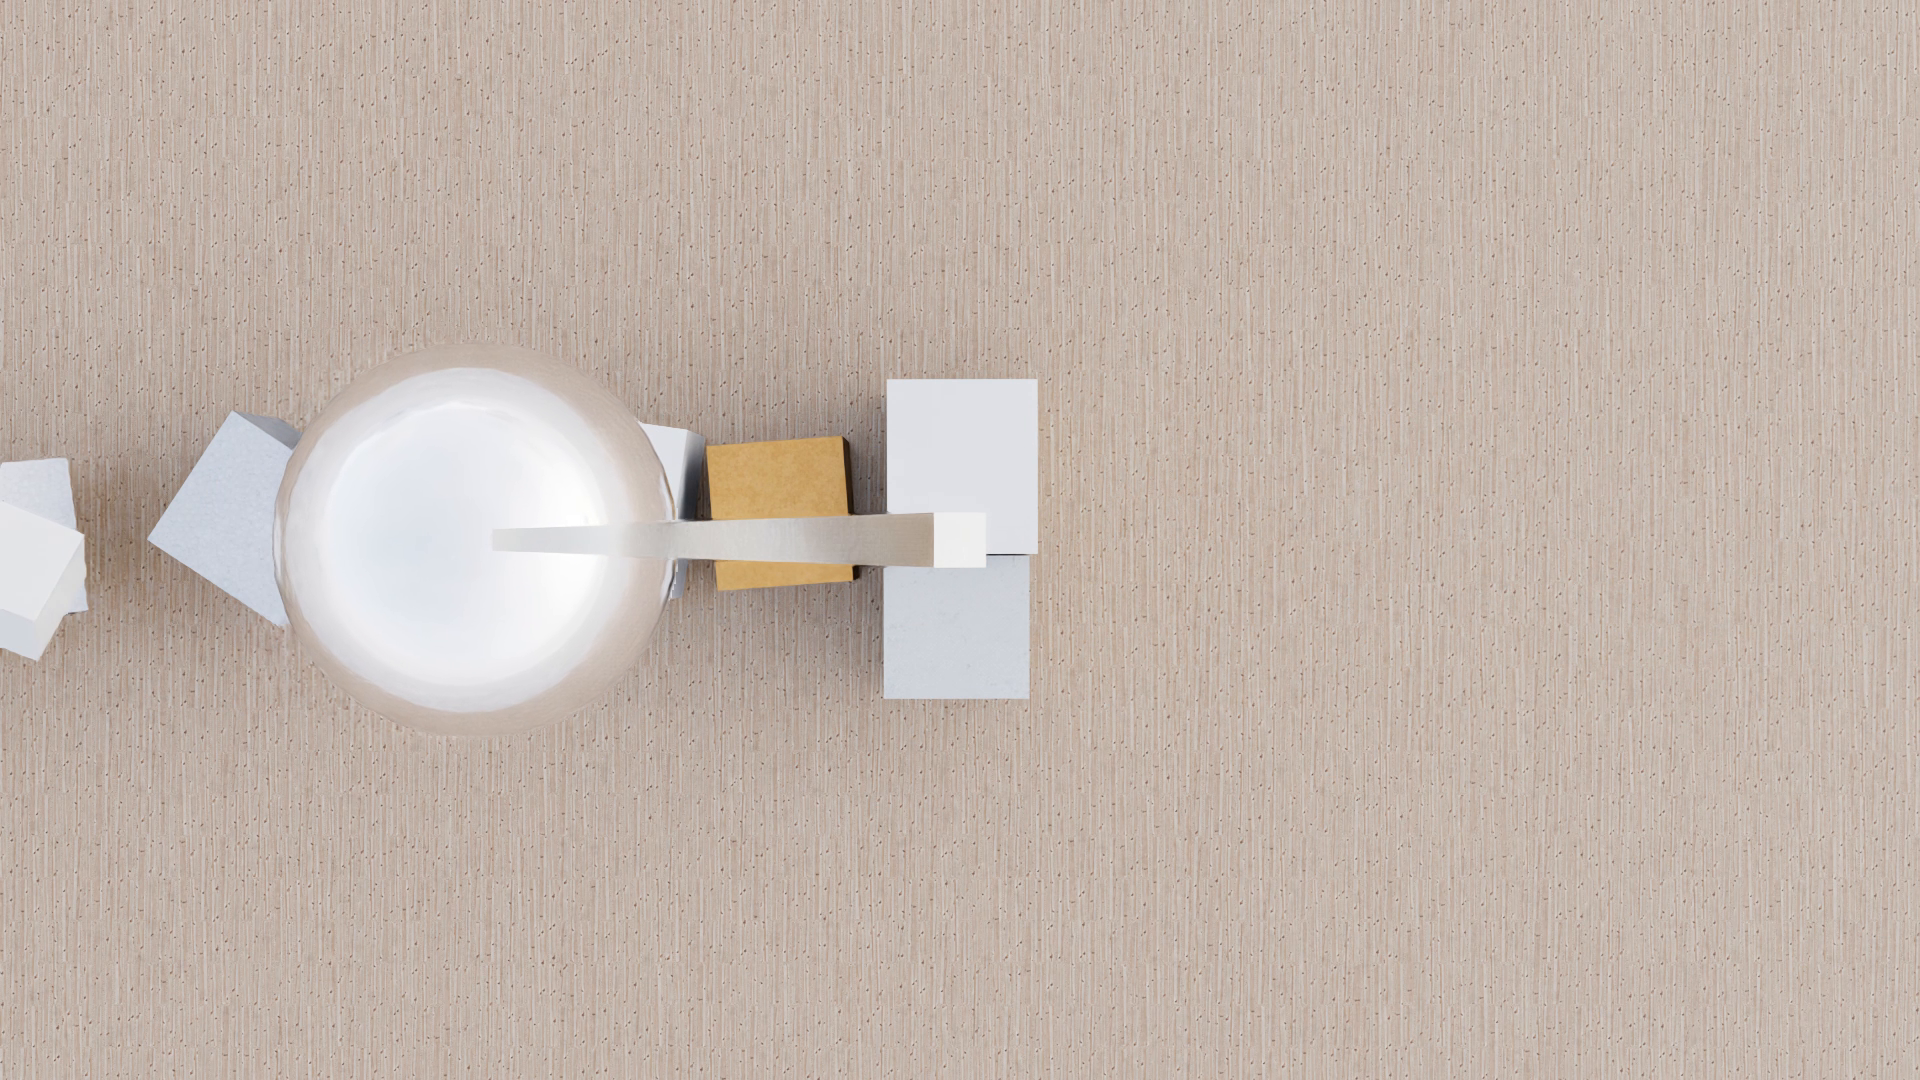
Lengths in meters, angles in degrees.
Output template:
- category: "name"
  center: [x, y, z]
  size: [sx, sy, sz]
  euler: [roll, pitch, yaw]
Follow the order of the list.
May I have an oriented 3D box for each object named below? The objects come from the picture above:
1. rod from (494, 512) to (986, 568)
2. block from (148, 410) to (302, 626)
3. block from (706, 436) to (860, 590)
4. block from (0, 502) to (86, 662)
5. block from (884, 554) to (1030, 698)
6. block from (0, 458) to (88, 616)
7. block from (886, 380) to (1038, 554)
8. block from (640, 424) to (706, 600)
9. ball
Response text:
- category: "rod"
  center: [-0.843, 0.000, 5.669]
  size: [0.080, 5.200, 0.080]
  euler: [0, 90, -19]
- category: "block"
  center: [-3.888, -0.121, 12.561]
  size: [0.865, 0.877, 0.853]
  euler: [33, 90, 0]
- category: "block"
  center: [-1.001, -0.148, 12.610]
  size: [0.756, 0.780, 0.807]
  euler: [-4, 90, 0]
- category: "block"
  center: [-4.880, 0.186, 11.237]
  size: [0.589, 0.519, 0.530]
  euler: [23, 58, -9]
- category: "block"
  center: [-0.018, 0.481, 12.570]
  size: [0.803, 0.860, 0.791]
  euler: [0, 90, 0]
- category: "block"
  center: [-5.558, 0.046, 12.434]
  size: [0.917, 0.737, 0.871]
  euler: [-8, 90, -35]
- category: "block"
  center: [0.013, -0.400, 12.492]
  size: [0.820, 1.016, 0.951]
  euler: [0, 90, 0]
- category: "block"
  center: [-1.982, -0.195, 12.558]
  size: [0.830, 0.884, 0.953]
  euler: [8, 90, 0]
- category: "ball"
  center: [-1.945, 0.000, 8.885]
  size: [1.600, 1.600, 1.600]
  euler: [0, 90, 0]
